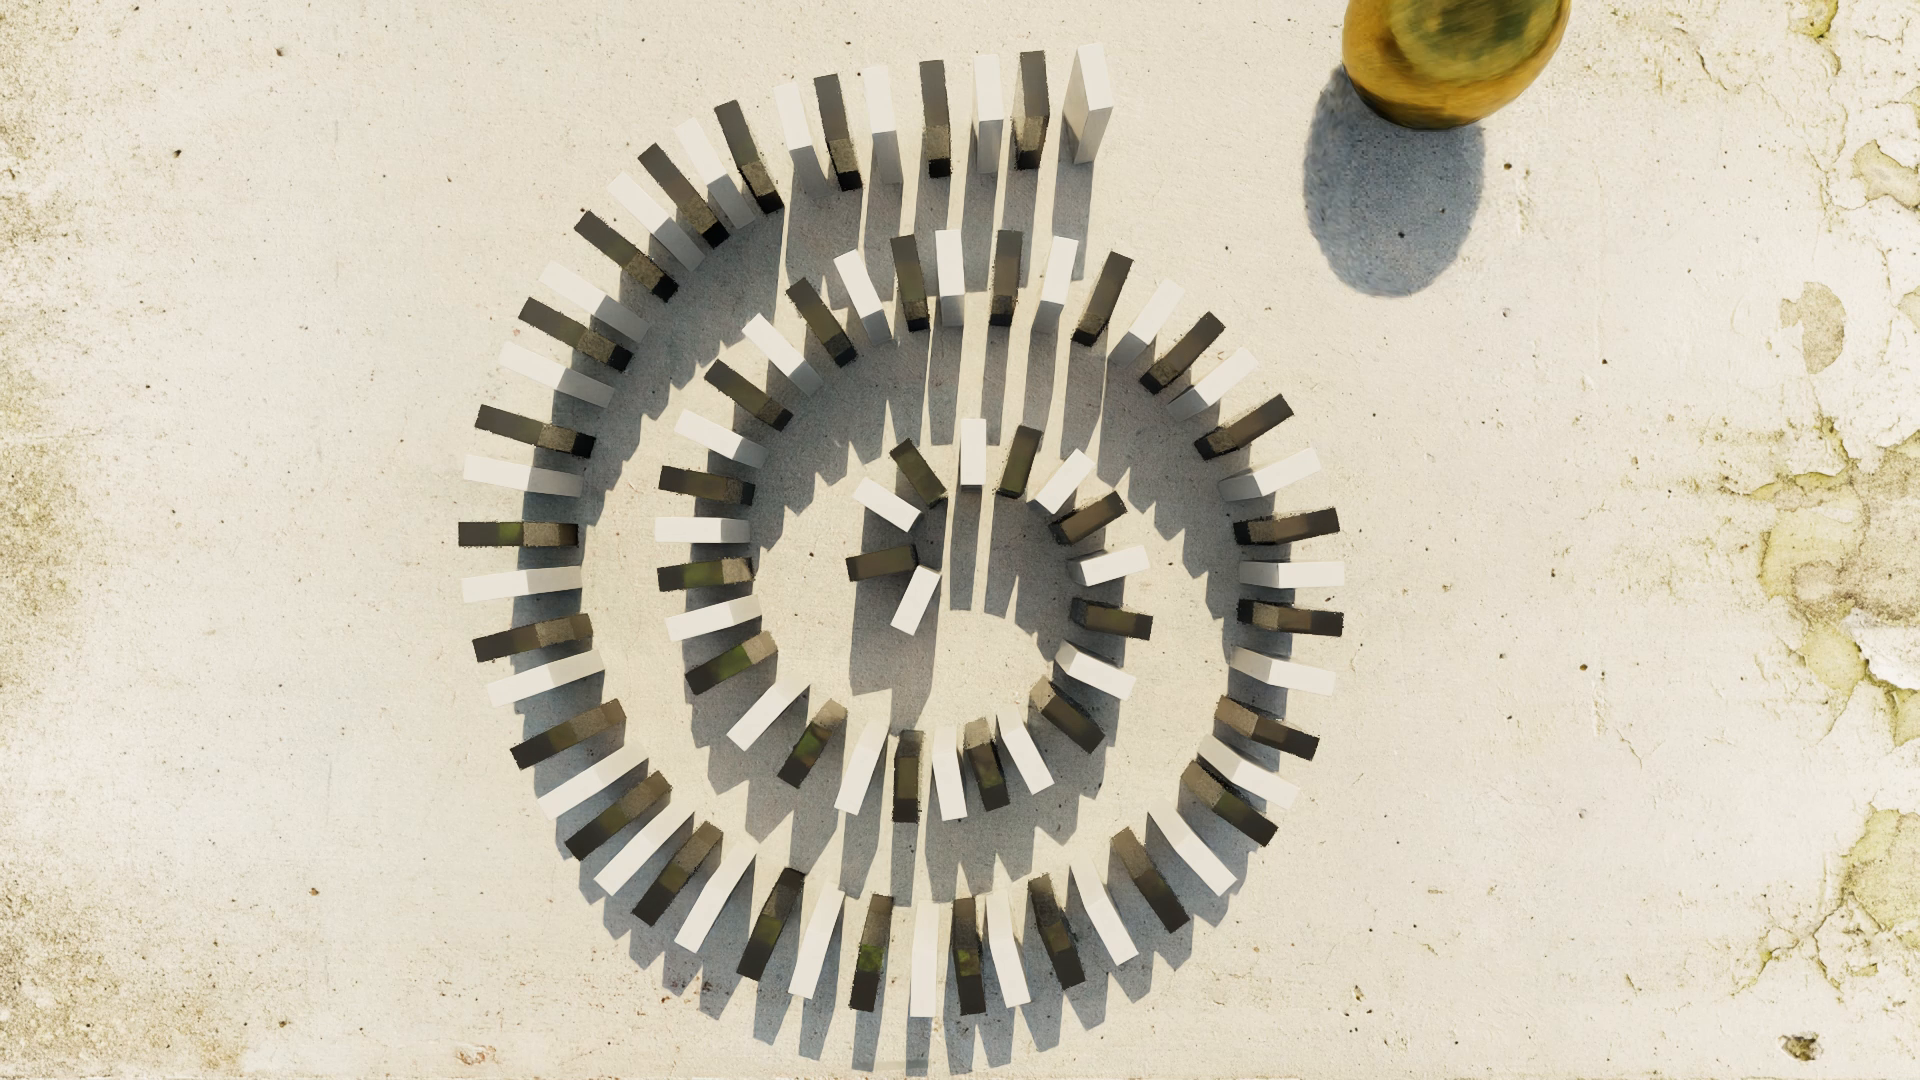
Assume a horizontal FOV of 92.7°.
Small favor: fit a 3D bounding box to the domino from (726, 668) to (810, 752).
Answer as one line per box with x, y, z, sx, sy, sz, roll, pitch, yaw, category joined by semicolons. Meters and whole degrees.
-0.077;0.068;0.375;0.009;0.050;0.025;43;90;0;domino

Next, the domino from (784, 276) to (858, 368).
-0.056;-0.088;0.375;0.010;0.050;0.025;-36;90;0;domino

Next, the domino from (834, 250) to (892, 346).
-0.039;-0.098;0.375;0.009;0.050;0.025;-25;90;0;domino

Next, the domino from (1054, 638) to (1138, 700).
0.054;0.052;0.375;0.025;0.050;0.010;25;90;0;domino

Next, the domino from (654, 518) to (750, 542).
-0.104;-0.004;0.375;0.025;0.050;0.010;1;90;0;domino

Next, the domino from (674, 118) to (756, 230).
-0.099;-0.149;0.375;0.009;0.050;0.025;-31;90;0;domino

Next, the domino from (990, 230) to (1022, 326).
0.018;-0.106;0.375;0.009;0.050;0.025;4;90;0;domino

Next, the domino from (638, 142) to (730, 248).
-0.112;-0.139;0.375;0.009;0.050;0.025;-40;90;0;domino

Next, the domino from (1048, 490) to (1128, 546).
0.051;-0.009;0.375;0.025;0.050;0.010;-31;90;0;domino

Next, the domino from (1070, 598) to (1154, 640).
0.061;0.032;0.375;0.025;0.050;0.009;10;90;0;domino

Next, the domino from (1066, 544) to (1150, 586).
0.059;0.010;0.375;0.025;0.050;0.010;-16;90;0;domino

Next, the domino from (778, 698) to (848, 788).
-0.059;0.082;0.375;0.009;0.050;0.025;32;90;0;domino

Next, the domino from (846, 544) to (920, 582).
-0.031;0.009;0.375;0.025;0.050;0.009;-12;90;0;domino

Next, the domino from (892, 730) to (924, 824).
-0.021;0.095;0.375;0.010;0.050;0.025;2;90;0;domino

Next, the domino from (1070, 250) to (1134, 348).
0.057;-0.097;0.375;0.009;0.050;0.025;22;90;0;domino

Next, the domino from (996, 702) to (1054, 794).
0.026;0.084;0.375;0.010;0.050;0.025;-28;90;0;domino

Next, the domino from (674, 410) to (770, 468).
-0.096;-0.041;0.375;0.025;0.050;0.010;26;90;0;domino

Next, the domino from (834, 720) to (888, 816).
-0.040;0.092;0.375;0.009;0.050;0.025;20;90;0;domino

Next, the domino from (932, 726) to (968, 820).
-0.004;0.094;0.375;0.009;0.050;0.025;-10;90;0;domino

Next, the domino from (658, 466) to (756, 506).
-0.102;-0.022;0.375;0.025;0.050;0.009;10;90;0;domino

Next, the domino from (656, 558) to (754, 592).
-0.103;0.014;0.375;0.025;0.050;0.009;-7;90;0;domino

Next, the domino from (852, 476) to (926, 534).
-0.028;-0.014;0.375;0.025;0.050;0.010;32;90;0;domino

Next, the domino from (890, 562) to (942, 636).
-0.017;0.023;0.375;0.009;0.050;0.025;25;90;0;domino

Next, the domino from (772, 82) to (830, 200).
-0.064;-0.162;0.375;0.009;0.050;0.025;-14;90;0;domino

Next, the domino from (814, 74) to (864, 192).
-0.049;-0.165;0.375;0.009;0.050;0.025;-11;90;0;domino

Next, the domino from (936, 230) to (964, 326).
-0.004;-0.106;0.375;0.009;0.050;0.025;-4;90;0;domino

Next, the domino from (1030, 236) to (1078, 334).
0.038;-0.103;0.375;0.010;0.050;0.025;12;90;0;domino

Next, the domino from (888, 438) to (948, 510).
-0.016;-0.026;0.375;0.009;0.050;0.025;-36;90;0;domino

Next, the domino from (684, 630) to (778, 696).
-0.092;0.050;0.375;0.025;0.050;0.009;-29;90;0;domino

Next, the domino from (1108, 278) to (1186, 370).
0.075;-0.087;0.375;0.010;0.050;0.025;35;90;0;domino

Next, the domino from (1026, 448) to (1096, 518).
0.040;-0.022;0.375;0.010;0.050;0.025;40;90;0;domino

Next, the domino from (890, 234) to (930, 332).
-0.020;-0.104;0.375;0.009;0.050;0.025;-11;90;0;domino

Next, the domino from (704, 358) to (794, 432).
-0.085;-0.058;0.375;0.025;0.050;0.009;37;90;0;domino

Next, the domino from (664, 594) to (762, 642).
-0.100;0.031;0.375;0.025;0.050;0.009;-15;90;0;domino

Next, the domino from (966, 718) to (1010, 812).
0.011;0.091;0.375;0.009;0.050;0.025;-18;90;0;domino

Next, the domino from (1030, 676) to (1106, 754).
0.043;0.070;0.375;0.025;0.050;0.010;40;90;0;domino

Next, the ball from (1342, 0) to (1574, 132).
0.193;-0.204;0.360;0.080;0.080;0.080;0;90;0;ball

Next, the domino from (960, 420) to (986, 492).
0.005;-0.034;0.375;0.010;0.050;0.025;0;90;0;domino

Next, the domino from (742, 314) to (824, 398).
-0.071;-0.074;0.375;0.009;0.050;0.025;-45;90;0;domino

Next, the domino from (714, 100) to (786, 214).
-0.085;-0.155;0.375;0.009;0.050;0.025;-21;90;0;domino

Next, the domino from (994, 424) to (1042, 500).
0.023;-0.031;0.375;0.009;0.050;0.025;17;90;0;domino

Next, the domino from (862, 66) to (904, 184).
-0.031;-0.168;0.375;0.009;0.050;0.025;-8;90;0;domino
